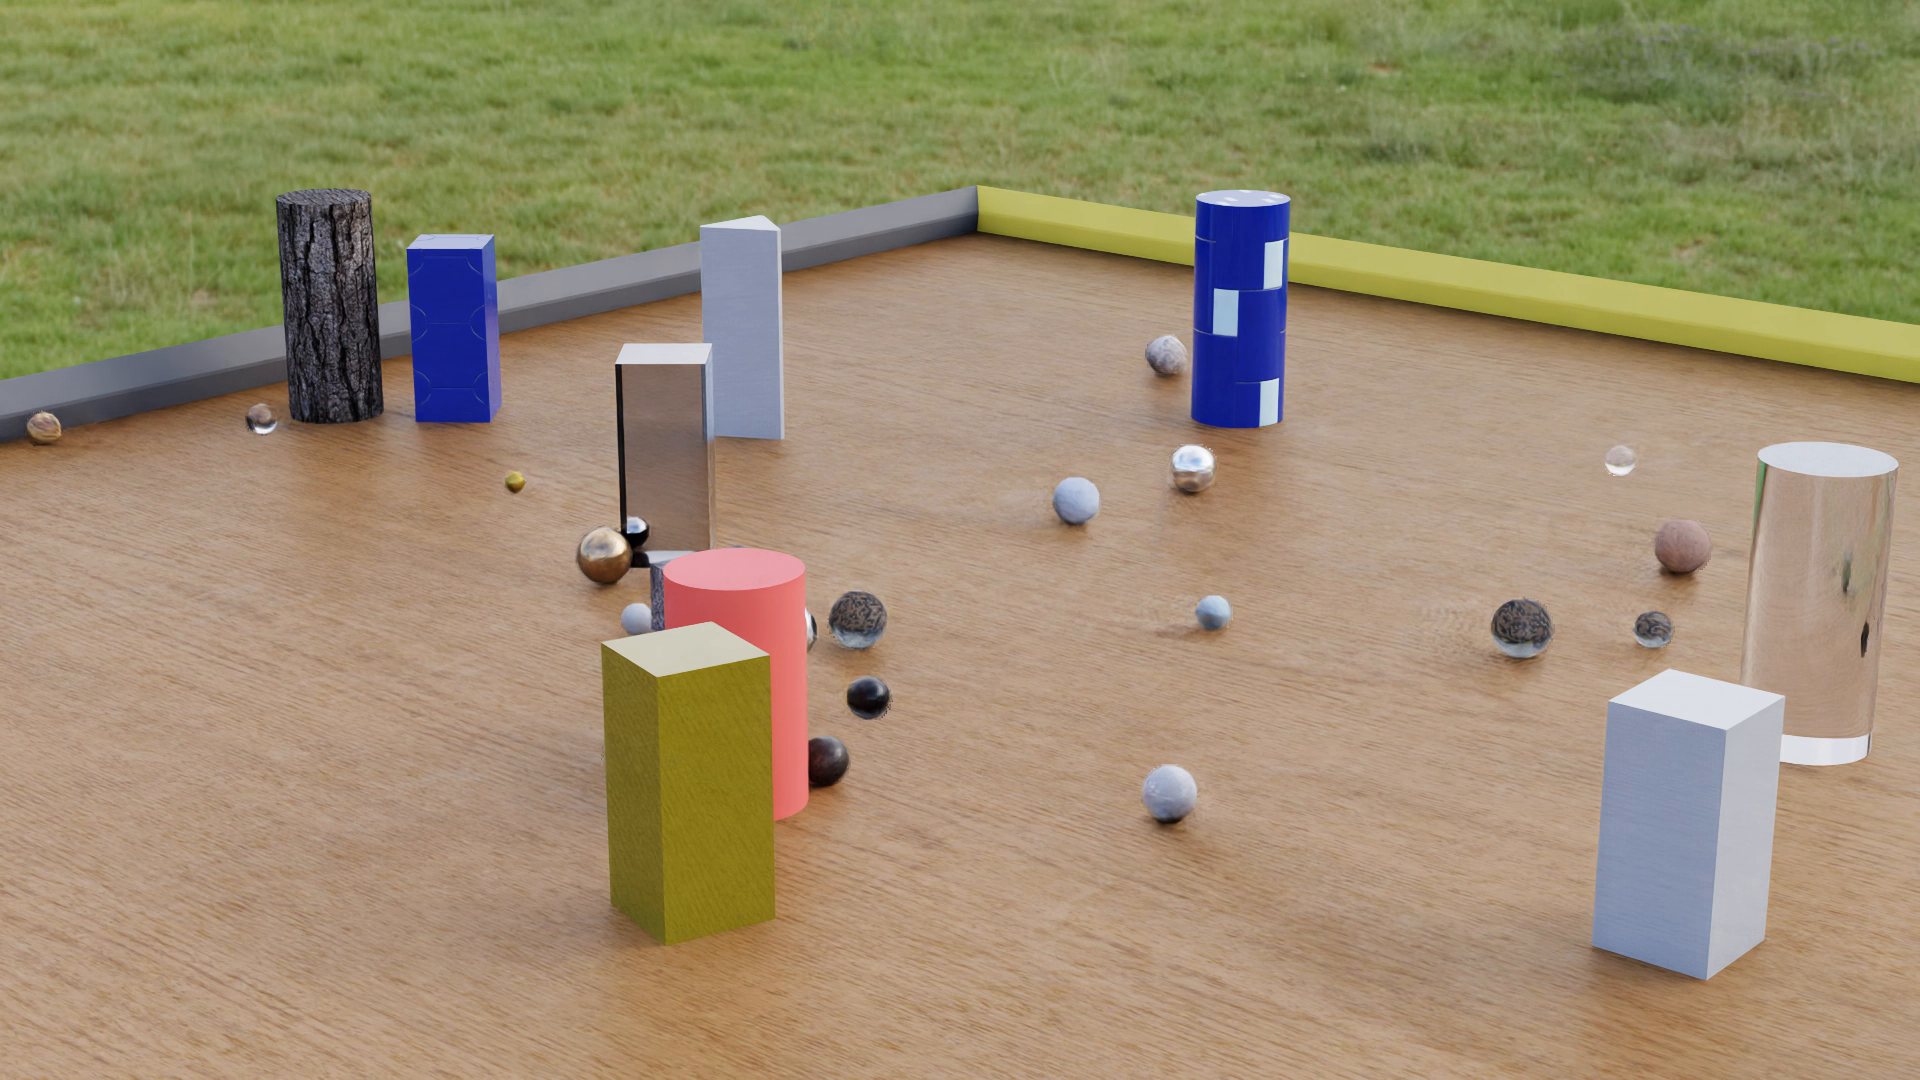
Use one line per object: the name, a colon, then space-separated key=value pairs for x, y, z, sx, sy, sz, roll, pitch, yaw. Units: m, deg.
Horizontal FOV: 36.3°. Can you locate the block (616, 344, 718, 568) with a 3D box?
block: x=-0.530 y=-0.154 z=5.312 sx=0.160 sy=0.377 sz=0.160 roll=0 pitch=17 yaw=0

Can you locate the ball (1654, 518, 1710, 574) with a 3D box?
ball: x=1.294 y=0.011 z=5.252 sx=0.097 sy=0.097 sz=0.097 roll=0 pitch=17 yaw=0

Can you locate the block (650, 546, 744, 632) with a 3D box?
block: x=-0.353 y=0.171 z=4.410 sx=0.160 sy=0.275 sz=0.160 roll=-12 pitch=21 yaw=-35

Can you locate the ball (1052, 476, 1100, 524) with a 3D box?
ball: x=0.220 y=-0.076 z=5.553 sx=0.089 sy=0.089 sz=0.089 roll=0 pitch=17 yaw=0

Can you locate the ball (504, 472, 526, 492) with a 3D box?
ball: x=-0.874 y=-0.114 z=5.761 sx=0.042 sy=0.042 sz=0.042 roll=0 pitch=17 yaw=0

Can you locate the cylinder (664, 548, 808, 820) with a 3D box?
cylinder: x=-0.317 y=0.207 z=4.168 sx=0.200 sy=0.347 sz=0.200 roll=0 pitch=17 yaw=0

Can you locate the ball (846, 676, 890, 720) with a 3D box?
ball: x=-0.142 y=0.243 z=4.532 sx=0.067 sy=0.067 sz=0.067 roll=0 pitch=17 yaw=0

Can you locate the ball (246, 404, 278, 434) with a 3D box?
ball: x=-1.475 y=-0.255 z=6.192 sx=0.064 sy=0.064 sz=0.064 roll=0 pitch=17 yaw=0

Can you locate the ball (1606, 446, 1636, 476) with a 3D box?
ball: x=1.325 y=-0.160 z=5.882 sx=0.060 sy=0.060 sz=0.060 roll=0 pitch=17 yaw=0

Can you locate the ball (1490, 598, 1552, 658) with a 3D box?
ball: x=0.920 y=0.145 z=4.805 sx=0.098 sy=0.098 sz=0.098 roll=0 pitch=17 yaw=0

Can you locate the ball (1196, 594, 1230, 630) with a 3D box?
ball: x=0.427 y=0.122 z=4.947 sx=0.059 sy=0.059 sz=0.059 roll=0 pitch=17 yaw=0

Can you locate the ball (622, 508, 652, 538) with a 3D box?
ball: x=-0.602 y=-0.031 z=5.462 sx=0.057 sy=0.057 sz=0.057 roll=0 pitch=17 yaw=0

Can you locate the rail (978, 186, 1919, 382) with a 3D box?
rail: x=1.691 y=-0.529 z=6.985 sx=4.391 sy=0.130 sz=0.045 roll=14 pitch=22 yaw=39

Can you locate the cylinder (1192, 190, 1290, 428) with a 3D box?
cylinder: x=0.599 y=-0.495 z=6.274 sx=0.200 sy=0.477 sz=0.200 roll=0 pitch=17 yaw=0

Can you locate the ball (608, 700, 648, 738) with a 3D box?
ball: x=-0.504 y=0.272 z=4.451 sx=0.060 sy=0.060 sz=0.060 roll=0 pitch=17 yaw=0

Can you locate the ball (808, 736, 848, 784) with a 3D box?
ball: x=-0.197 y=0.320 z=4.270 sx=0.071 sy=0.071 sz=0.071 roll=0 pitch=17 yaw=0

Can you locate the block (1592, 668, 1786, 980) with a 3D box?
block: x=0.918 y=0.356 z=3.700 sx=0.160 sy=0.331 sz=0.160 roll=14 pitch=22 yaw=39

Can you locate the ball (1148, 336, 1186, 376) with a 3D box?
ball: x=0.473 y=-0.421 z=6.697 sx=0.091 sy=0.091 sz=0.091 roll=0 pitch=17 yaw=0

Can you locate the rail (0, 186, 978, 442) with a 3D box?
rail: x=-1.640 y=-0.378 z=6.483 sx=0.045 sy=0.130 sz=5.206 roll=14 pitch=22 yaw=39

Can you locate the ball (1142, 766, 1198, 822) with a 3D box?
ball: x=0.296 y=0.357 z=4.134 sx=0.078 sy=0.078 sz=0.078 roll=0 pitch=17 yaw=0

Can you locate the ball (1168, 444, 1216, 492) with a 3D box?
ball: x=0.457 y=-0.140 z=5.759 sx=0.094 sy=0.094 sz=0.094 roll=0 pitch=17 yaw=0

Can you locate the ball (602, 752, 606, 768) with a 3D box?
ball: x=-0.474 y=0.314 z=4.261 sx=0.089 sy=0.089 sz=0.089 roll=0 pitch=17 yaw=0

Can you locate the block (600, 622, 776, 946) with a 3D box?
block: x=-0.350 y=0.312 z=3.789 sx=0.160 sy=0.363 sz=0.160 roll=-10 pitch=20 yaw=-31

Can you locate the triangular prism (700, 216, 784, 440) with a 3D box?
triangular prism: x=-0.437 y=-0.451 z=6.183 sx=0.173 sy=0.445 sz=0.150 roll=4 pitch=17 yaw=13

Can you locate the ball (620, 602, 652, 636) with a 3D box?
ball: x=-0.541 y=0.134 z=4.913 sx=0.057 sy=0.057 sz=0.057 roll=0 pitch=17 yaw=0

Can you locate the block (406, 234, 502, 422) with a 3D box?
block: x=-1.088 y=-0.457 z=6.318 sx=0.160 sy=0.378 sz=0.160 roll=0 pitch=17 yaw=1

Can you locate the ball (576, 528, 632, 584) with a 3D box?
ball: x=-0.630 y=0.027 z=5.195 sx=0.099 sy=0.099 sz=0.099 roll=0 pitch=17 yaw=0

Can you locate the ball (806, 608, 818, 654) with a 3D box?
ball: x=-0.283 y=0.149 z=4.789 sx=0.100 sy=0.100 sz=0.100 roll=0 pitch=17 yaw=0

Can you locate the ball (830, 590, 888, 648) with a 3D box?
ball: x=-0.168 y=0.132 z=4.851 sx=0.097 sy=0.097 sz=0.097 roll=0 pitch=17 yaw=0

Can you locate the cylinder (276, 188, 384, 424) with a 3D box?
cylinder: x=-1.354 y=-0.504 z=6.309 sx=0.200 sy=0.474 sz=0.200 roll=0 pitch=17 yaw=0

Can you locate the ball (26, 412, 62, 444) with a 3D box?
ball: x=-1.908 y=-0.232 z=6.108 sx=0.068 sy=0.068 sz=0.068 roll=0 pitch=17 yaw=0

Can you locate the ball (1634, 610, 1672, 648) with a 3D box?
ball: x=1.148 y=0.148 z=4.858 sx=0.062 sy=0.062 sz=0.062 roll=0 pitch=17 yaw=0

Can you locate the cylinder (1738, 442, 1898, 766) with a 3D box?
cylinder: x=1.277 y=0.093 z=4.378 sx=0.200 sy=0.443 sz=0.200 roll=0 pitch=17 yaw=0
